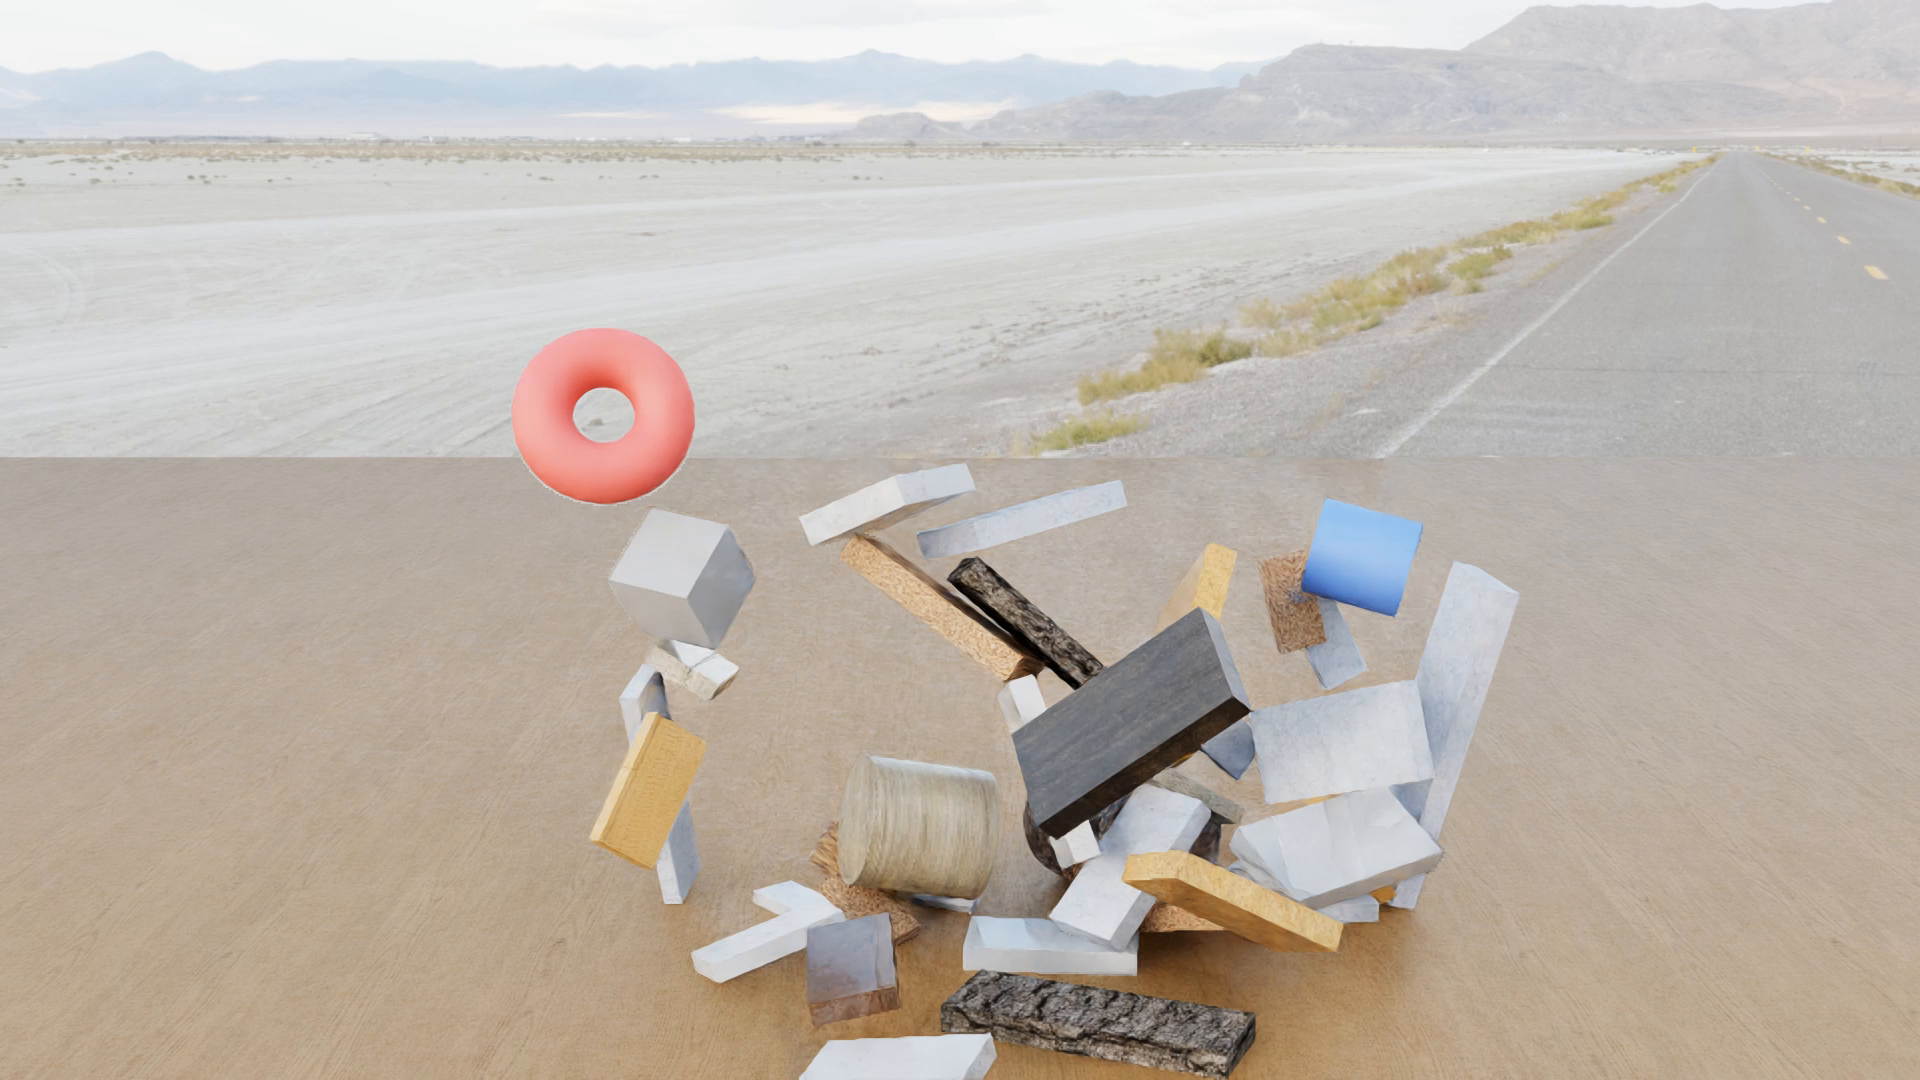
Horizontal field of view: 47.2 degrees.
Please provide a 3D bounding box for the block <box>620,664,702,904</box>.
[{"bbox_3d":[-0.485,0.400,3.583,0.030,0.390,0.108,-1,25,14],"label":"block"}]

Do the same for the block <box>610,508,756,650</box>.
[{"bbox_3d":[-0.449,0.064,3.579,0.148,0.148,0.148,12,58,25],"label":"block"}]

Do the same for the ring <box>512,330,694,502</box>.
[{"bbox_3d":[-0.565,-0.199,3.496,0.289,0.289,0.096,-2,-13,-10],"label":"ring"}]

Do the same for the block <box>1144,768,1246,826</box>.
[{"bbox_3d":[0.344,0.392,3.456,0.193,0.027,0.096,29,-13,-14],"label":"block"}]

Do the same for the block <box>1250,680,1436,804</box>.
[{"bbox_3d":[0.587,0.315,3.407,0.043,0.151,0.302,-3,-10,-42],"label":"block"}]

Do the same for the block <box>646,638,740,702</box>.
[{"bbox_3d":[-0.436,0.207,3.612,0.118,0.033,0.236,31,4,1],"label":"block"}]

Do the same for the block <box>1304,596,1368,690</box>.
[{"bbox_3d":[0.638,0.170,3.839,0.083,0.166,0.023,-27,5,-9],"label":"block"}]

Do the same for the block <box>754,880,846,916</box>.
[{"bbox_3d":[-0.262,0.594,3.588,0.076,0.022,0.153,-9,14,-39],"label":"block"}]

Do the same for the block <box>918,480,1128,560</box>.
[{"bbox_3d":[0.104,-0.033,3.614,0.316,0.045,0.158,-16,3,-36],"label":"block"}]

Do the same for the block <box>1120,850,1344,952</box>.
[{"bbox_3d":[0.391,0.522,3.165,0.289,0.041,0.144,27,-21,-21],"label":"block"}]

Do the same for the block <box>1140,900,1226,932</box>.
[{"bbox_3d":[0.379,0.572,3.386,0.132,0.037,0.264,-6,-7,-30],"label":"block"}]

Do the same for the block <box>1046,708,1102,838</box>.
[{"bbox_3d":[0.167,0.364,3.419,0.027,0.193,0.096,-19,-24,-9],"label":"block"}]

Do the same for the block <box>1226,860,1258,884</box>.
[{"bbox_3d":[0.491,0.524,3.520,0.219,0.031,0.109,-40,13,15],"label":"block"}]

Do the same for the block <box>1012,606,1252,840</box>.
[{"bbox_3d":[0.227,0.248,2.978,0.047,0.331,0.166,37,26,-39],"label":"block"}]

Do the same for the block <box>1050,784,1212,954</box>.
[{"bbox_3d":[0.263,0.501,3.383,0.132,0.037,0.264,12,58,48],"label":"block"}]

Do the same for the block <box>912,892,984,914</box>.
[{"bbox_3d":[-0.020,0.580,3.610,0.109,0.015,0.054,5,42,24],"label":"block"}]

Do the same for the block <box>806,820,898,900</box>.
[{"bbox_3d":[-0.164,0.527,3.553,0.153,0.076,0.022,35,-23,-10],"label":"block"}]

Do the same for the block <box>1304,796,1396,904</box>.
[{"bbox_3d":[0.627,0.493,3.530,0.031,0.219,0.109,-32,47,13],"label":"block"}]

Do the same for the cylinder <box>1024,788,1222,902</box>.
[{"bbox_3d":[0.267,0.475,3.643,0.235,0.235,0.235,-6,12,-30],"label":"cylinder"}]

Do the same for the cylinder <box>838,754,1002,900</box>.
[{"bbox_3d":[-0.066,0.455,3.483,0.206,0.206,0.206,10,7,-17],"label":"cylinder"}]

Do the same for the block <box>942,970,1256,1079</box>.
[{"bbox_3d":[0.193,0.677,3.087,0.415,0.041,0.144,4,11,23],"label":"block"}]

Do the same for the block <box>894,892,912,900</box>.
[{"bbox_3d":[-0.064,0.583,3.665,0.109,0.015,0.054,0,11,3],"label":"block"}]

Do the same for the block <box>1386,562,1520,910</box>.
[{"bbox_3d":[0.774,0.320,3.596,0.043,0.551,0.151,11,13,-18],"label":"block"}]

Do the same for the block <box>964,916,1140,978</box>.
[{"bbox_3d":[0.143,0.624,3.381,0.264,0.037,0.132,1,11,6],"label":"block"}]

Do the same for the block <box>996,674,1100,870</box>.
[{"bbox_3d":[0.134,0.358,3.380,0.041,0.289,0.144,-19,-10,-10],"label":"block"}]

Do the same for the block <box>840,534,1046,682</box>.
[{"bbox_3d":[-0.026,0.111,3.462,0.331,0.047,0.166,36,4,16],"label":"block"}]

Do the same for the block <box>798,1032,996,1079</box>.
[{"bbox_3d":[-0.083,0.681,2.817,0.236,0.033,0.118,-8,15,23],"label":"block"}]

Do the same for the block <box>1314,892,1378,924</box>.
[{"bbox_3d":[0.559,0.591,3.578,0.219,0.031,0.109,-1,11,-4],"label":"block"}]

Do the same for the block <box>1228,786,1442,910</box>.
[{"bbox_3d":[0.575,0.472,3.360,0.301,0.043,0.151,-11,47,-33],"label":"block"}]

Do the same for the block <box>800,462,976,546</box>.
[{"bbox_3d":[-0.108,-0.058,3.438,0.166,0.047,0.331,-23,-2,20],"label":"block"}]

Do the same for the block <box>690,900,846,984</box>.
[{"bbox_3d":[-0.287,0.605,3.317,0.215,0.030,0.108,-19,7,-24],"label":"block"}]

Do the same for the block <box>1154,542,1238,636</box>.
[{"bbox_3d":[0.346,0.136,3.377,0.045,0.158,0.316,19,-23,-1],"label":"block"}]

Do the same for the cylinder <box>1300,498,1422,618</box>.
[{"bbox_3d":[0.671,0.029,3.681,0.163,0.163,0.163,16,14,11],"label":"cylinder"}]

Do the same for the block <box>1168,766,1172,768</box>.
[{"bbox_3d":[0.248,0.318,3.487,0.193,0.027,0.096,23,-7,7],"label":"block"}]

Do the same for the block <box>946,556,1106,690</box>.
[{"bbox_3d":[0.150,0.171,3.462,0.389,0.045,0.158,41,-6,-5],"label":"block"}]

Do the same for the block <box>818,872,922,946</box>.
[{"bbox_3d":[-0.143,0.579,3.463,0.153,0.022,0.077,36,30,26],"label":"block"}]

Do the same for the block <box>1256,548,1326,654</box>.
[{"bbox_3d":[0.572,0.106,3.795,0.083,0.166,0.023,-16,5,-18],"label":"block"}]

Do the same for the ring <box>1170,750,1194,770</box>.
[{"bbox_3d":[0.376,0.281,3.724,0.080,0.240,0.240,31,6,-10],"label":"ring"}]

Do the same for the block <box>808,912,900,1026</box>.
[{"bbox_3d":[-0.147,0.583,3.001,0.118,0.033,0.236,-12,15,-1],"label":"block"}]

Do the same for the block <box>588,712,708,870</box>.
[{"bbox_3d":[-0.481,0.388,3.408,0.108,0.215,0.030,36,-23,-33],"label":"block"}]

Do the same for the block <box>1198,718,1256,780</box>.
[{"bbox_3d":[0.440,0.328,3.624,0.023,0.083,0.166,31,-7,41],"label":"block"}]
